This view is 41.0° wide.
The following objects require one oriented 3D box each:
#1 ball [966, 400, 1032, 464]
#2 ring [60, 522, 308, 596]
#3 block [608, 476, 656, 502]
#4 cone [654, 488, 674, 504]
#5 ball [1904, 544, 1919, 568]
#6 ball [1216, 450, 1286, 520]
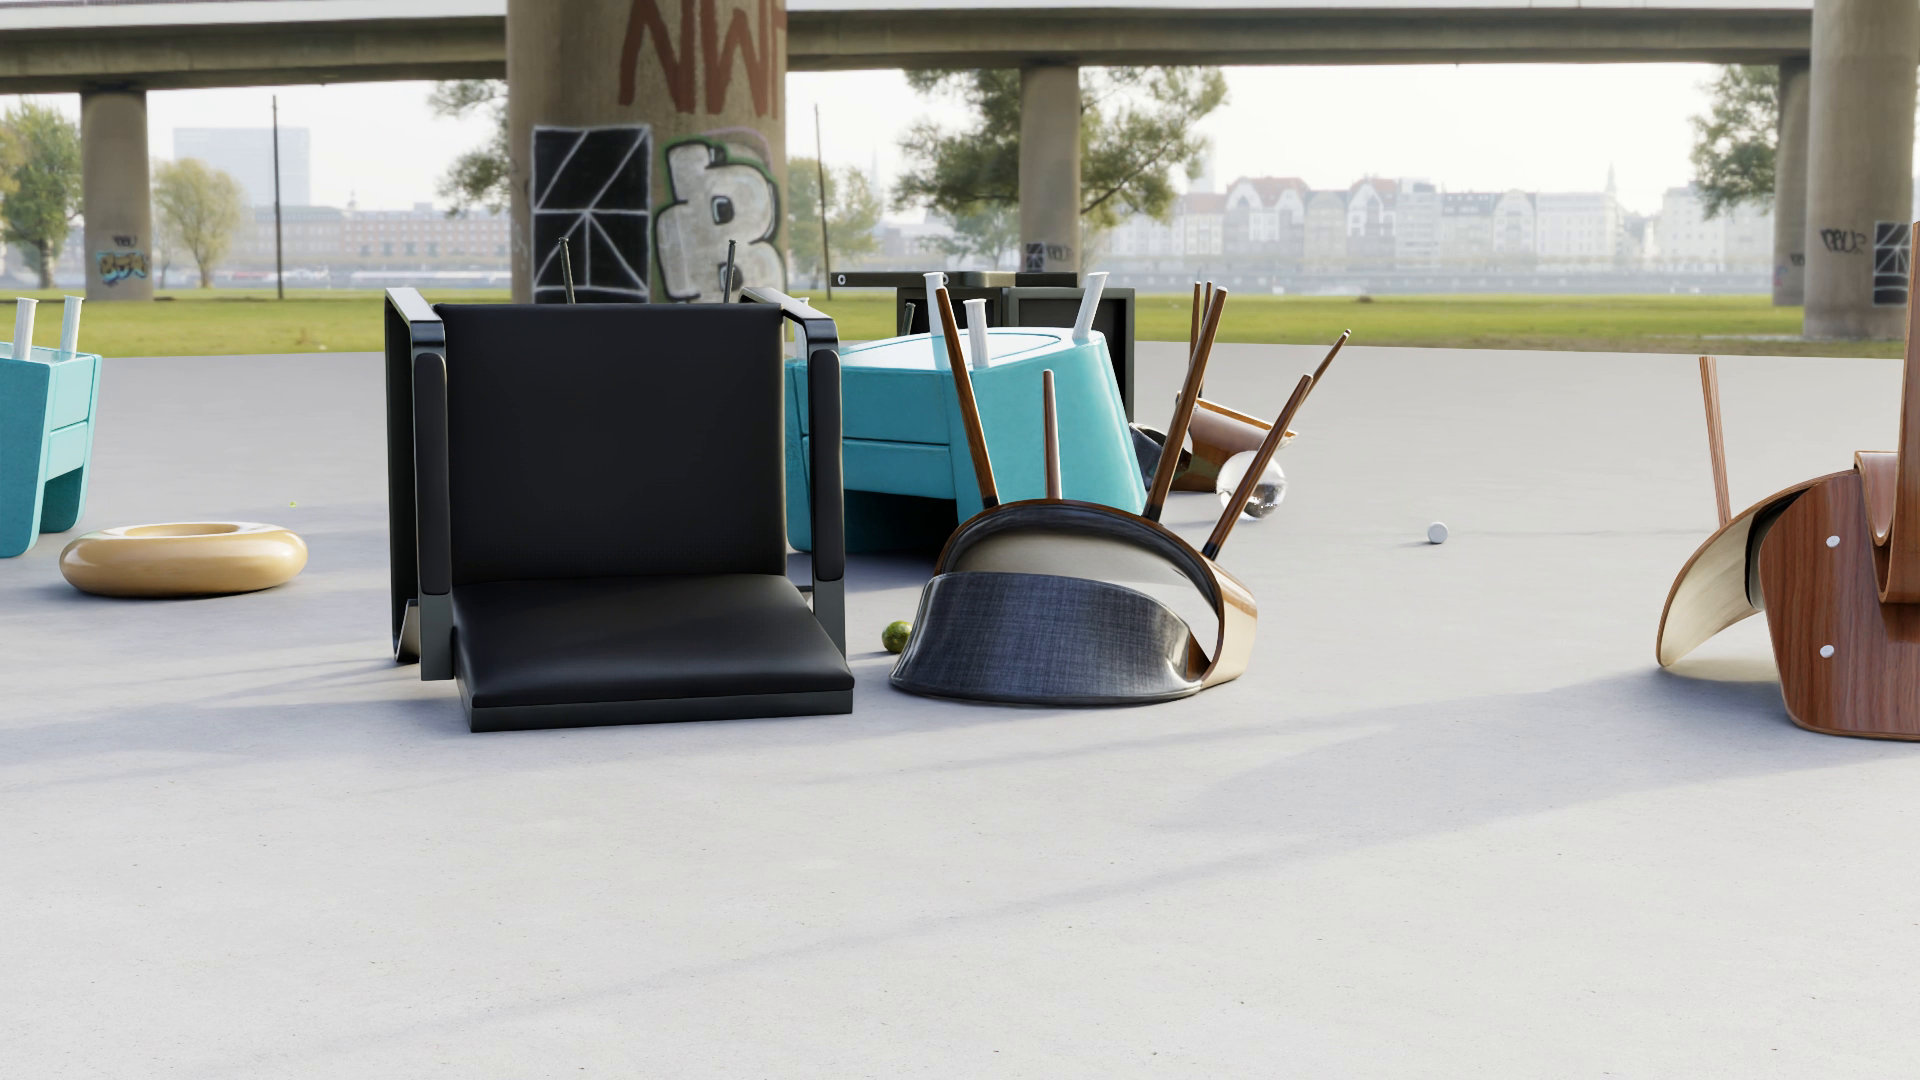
[{"bbox_3d":[0.138,-0.377,8.957,0.229,0.229,0.229,0,6,0],"label":"ball"},{"bbox_3d":[-1.643,0.039,5.442,0.506,0.125,0.522,-1,5,-5],"label":"ring"},{"bbox_3d":[-0.962,-0.149,7.520,0.111,0.069,0.094,-3,7,-30],"label":"block"},{"bbox_3d":[-0.875,-0.121,7.474,0.062,0.047,0.063,3,-18,-41],"label":"cone"},{"bbox_3d":[2.162,0.036,5.788,0.057,0.057,0.057,0,6,0],"label":"ball"},{"bbox_3d":[0.785,-0.147,6.916,0.188,0.188,0.188,0,6,0],"label":"ball"}]
